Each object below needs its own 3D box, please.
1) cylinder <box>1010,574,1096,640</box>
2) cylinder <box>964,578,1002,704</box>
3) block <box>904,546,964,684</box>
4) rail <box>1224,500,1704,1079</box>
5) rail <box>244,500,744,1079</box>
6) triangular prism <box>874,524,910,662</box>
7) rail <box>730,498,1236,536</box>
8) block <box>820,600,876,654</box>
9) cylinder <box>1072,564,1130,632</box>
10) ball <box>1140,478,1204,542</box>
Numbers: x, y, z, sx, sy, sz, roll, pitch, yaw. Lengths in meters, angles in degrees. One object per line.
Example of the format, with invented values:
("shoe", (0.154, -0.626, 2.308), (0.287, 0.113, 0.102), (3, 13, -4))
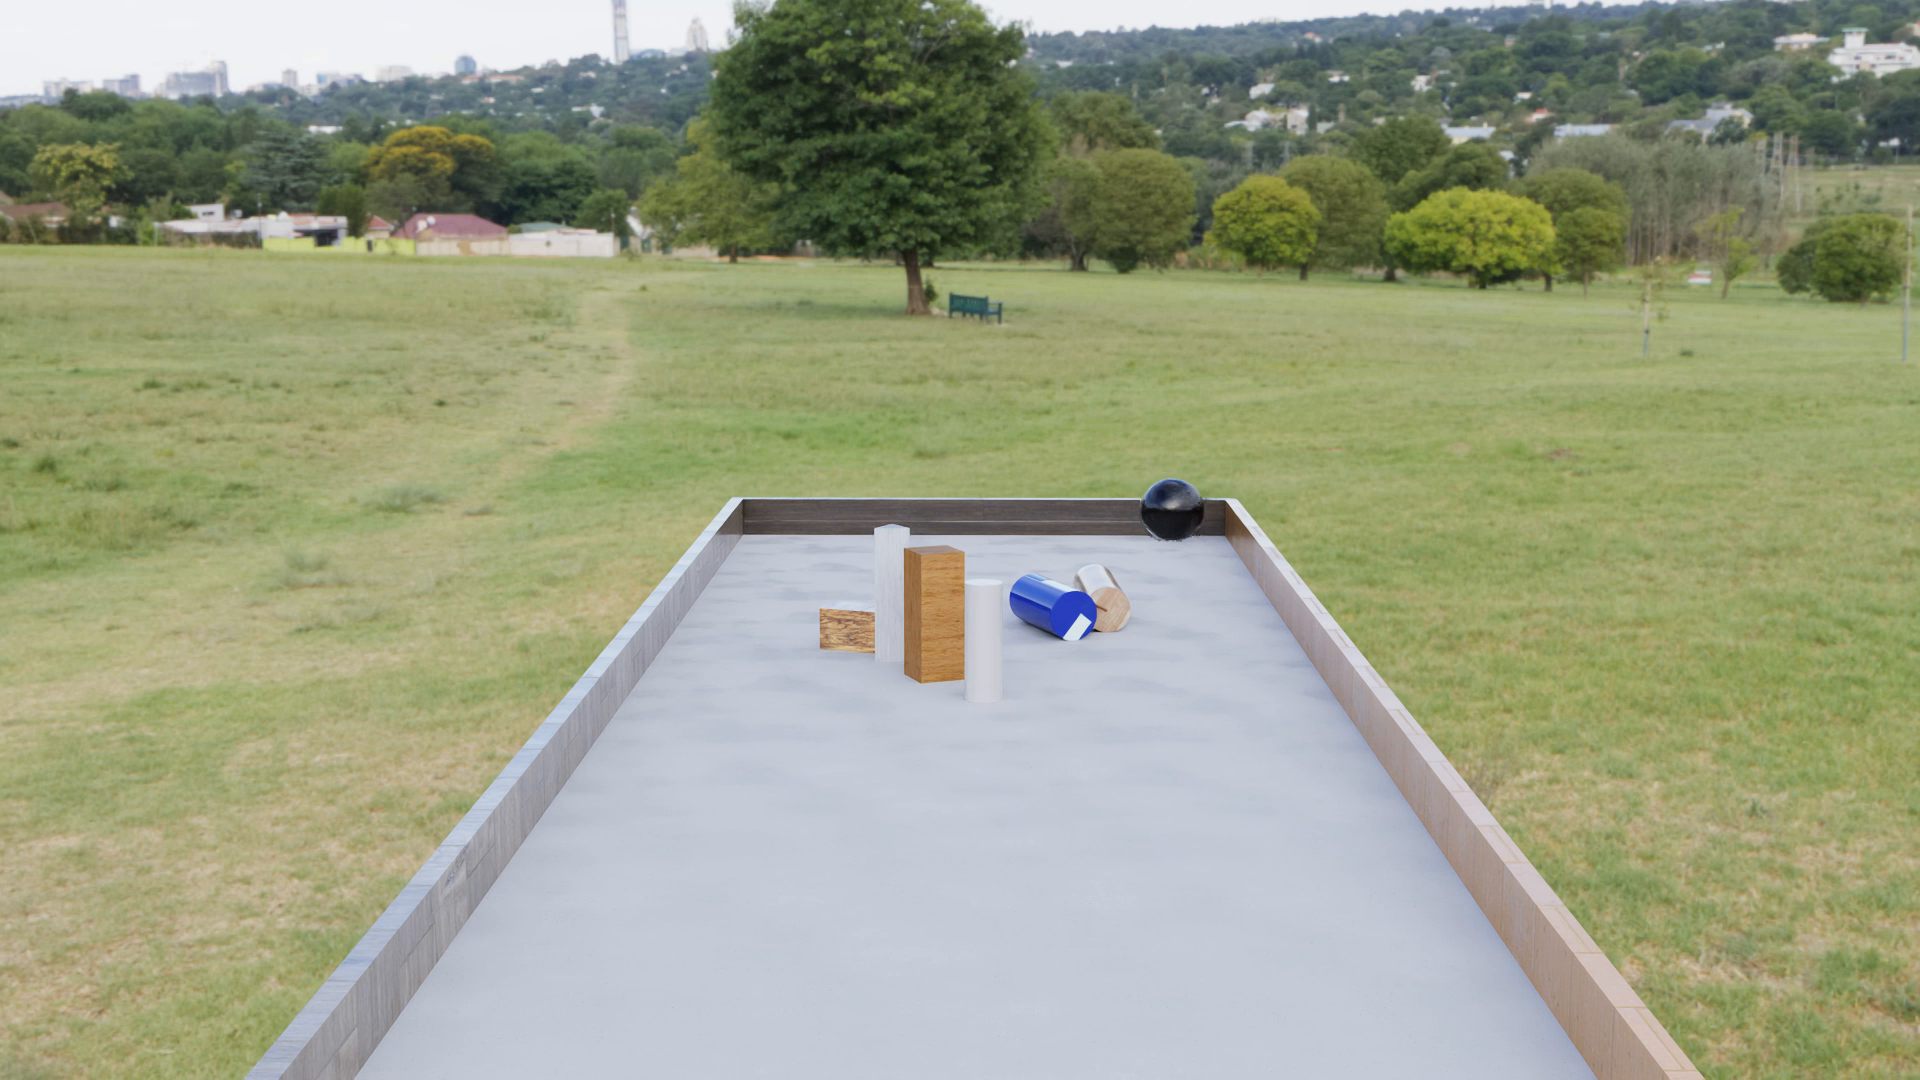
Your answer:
("cylinder", (0.300, 0.216, 7.137), (0.161, 0.161, 0.337), (-4, 10, -22))
("cylinder", (0.066, 0.282, 6.164), (0.107, 0.333, 0.107), (0, 9, 0))
("block", (-0.076, 0.216, 6.438), (0.136, 0.379, 0.136), (-4, 10, -23))
("rail", (1.046, 0.843, 3.208), (0.050, 0.150, 12.000), (0, 9, 1))
("rail", (-1.004, 0.839, 3.234), (0.050, 0.150, 12.000), (0, 9, 1))
("triangular prism", (-0.206, 0.160, 6.694), (0.104, 0.409, 0.090), (0, 9, -2))
("rail", (0.099, -0.098, 9.147), (2.100, 0.150, 0.050), (0, 9, 1))
("block", (-0.217, 0.279, 6.835), (0.422, 0.130, 0.130), (3, 10, 21))
("cylinder", (0.469, 0.191, 7.334), (0.147, 0.147, 0.456), (0, 9, -2))
("ball", (0.866, -0.122, 8.952), (0.259, 0.259, 0.259), (0, 9, 0))
